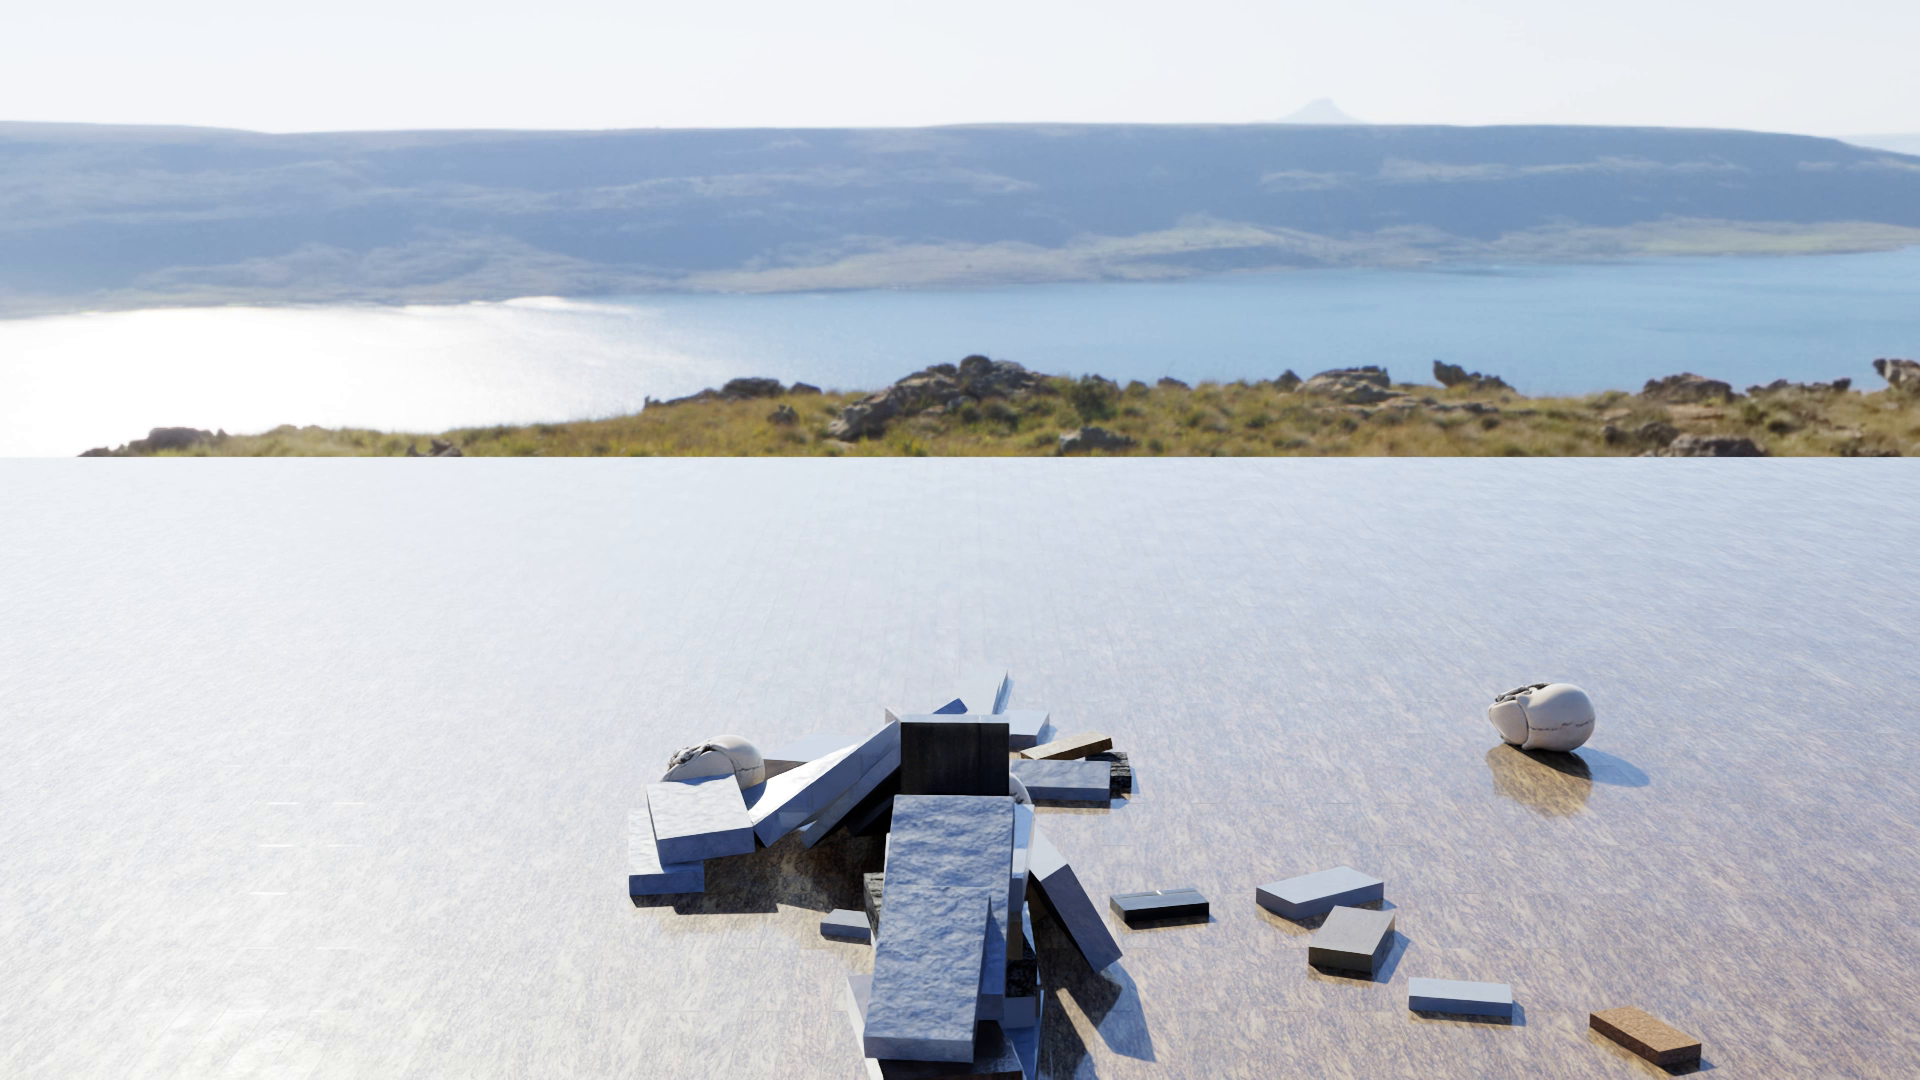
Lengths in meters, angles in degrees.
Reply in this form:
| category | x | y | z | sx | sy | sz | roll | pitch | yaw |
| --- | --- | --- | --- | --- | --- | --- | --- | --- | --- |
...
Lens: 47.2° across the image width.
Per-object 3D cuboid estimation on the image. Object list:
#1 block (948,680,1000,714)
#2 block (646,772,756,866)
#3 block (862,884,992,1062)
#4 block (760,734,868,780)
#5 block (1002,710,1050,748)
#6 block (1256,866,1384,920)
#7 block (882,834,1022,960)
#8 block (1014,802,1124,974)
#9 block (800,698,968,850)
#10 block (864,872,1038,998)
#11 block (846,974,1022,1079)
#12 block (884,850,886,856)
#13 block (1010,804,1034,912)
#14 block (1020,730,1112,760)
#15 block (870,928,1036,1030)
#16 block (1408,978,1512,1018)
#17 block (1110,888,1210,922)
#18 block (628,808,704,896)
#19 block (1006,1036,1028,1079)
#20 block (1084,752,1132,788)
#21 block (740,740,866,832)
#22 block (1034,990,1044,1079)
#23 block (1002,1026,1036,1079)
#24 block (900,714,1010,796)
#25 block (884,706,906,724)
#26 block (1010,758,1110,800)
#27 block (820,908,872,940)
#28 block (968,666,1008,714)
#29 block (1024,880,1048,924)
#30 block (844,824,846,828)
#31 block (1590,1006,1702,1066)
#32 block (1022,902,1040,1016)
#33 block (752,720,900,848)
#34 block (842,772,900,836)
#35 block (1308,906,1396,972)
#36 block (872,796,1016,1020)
| category | x | y | z | sx | sy | sz | roll | pitch | yaw |
| --- | --- | --- | --- | --- | --- | --- | --- | --- | --- |
| block | 0.024 | 0.363 | 4.689 | 0.096 | 0.027 | 0.415 | 1 | 11 | 4 |
| block | -0.460 | 0.487 | 3.867 | 0.162 | 0.046 | 0.323 | -7 | 12 | -10 |
| block | -0.035 | 0.502 | 2.563 | 0.123 | 0.035 | 0.246 | 1 | 34 | 6 |
| block | -0.167 | 0.429 | 4.239 | 0.430 | 0.046 | 0.162 | -1 | 13 | 36 |
| block | 0.128 | 0.397 | 4.636 | 0.096 | 0.027 | 0.193 | 2 | 11 | 10 |
| block | 0.595 | 0.582 | 3.635 | 0.193 | 0.027 | 0.097 | -7 | 12 | -32 |
| block | -0.012 | 0.469 | 2.923 | 0.177 | 0.050 | 0.355 | 0 | 11 | -1 |
| block | 0.133 | 0.529 | 3.507 | 0.050 | 0.177 | 0.439 | -32 | 16 | -6 |
| block | -0.135 | 0.409 | 3.826 | 0.397 | 0.027 | 0.097 | -45 | -11 | 34 |
| block | -0.019 | 0.520 | 2.922 | 0.177 | 0.050 | 0.355 | -2 | 11 | -9 |
| block | -0.035 | 0.586 | 2.586 | 0.155 | 0.044 | 0.310 | -2 | 11 | -10 |
| block | -0.043 | 0.527 | 3.656 | 0.115 | 0.033 | 0.230 | 2 | -15 | 12 |
| block | 0.015 | 0.419 | 2.935 | 0.155 | 0.044 | 0.310 | 1 | 11 | 5 |
| block | 0.214 | 0.422 | 4.418 | 0.167 | 0.024 | 0.083 | -14 | 11 | -19 |
| block | -0.014 | 0.568 | 2.923 | 0.155 | 0.044 | 0.328 | -2 | 11 | -12 |
| block | 0.728 | 0.666 | 3.205 | 0.146 | 0.021 | 0.073 | 2 | 11 | 11 |
| block | 0.325 | 0.595 | 3.585 | 0.146 | 0.021 | 0.073 | -3 | 11 | -15 |
| block | -0.516 | 0.539 | 3.845 | 0.125 | 0.035 | 0.368 | -2 | 11 | -8 |
| block | 0.005 | 0.649 | 2.489 | 0.155 | 0.044 | 0.311 | -2 | 11 | -8 |
| block | 0.292 | 0.453 | 4.342 | 0.083 | 0.024 | 0.166 | 0 | 11 | 1 |
| block | -0.251 | 0.453 | 4.038 | 0.323 | 0.046 | 0.162 | -21 | 17 | -18 |
| block | 0.023 | 0.668 | 2.875 | 0.160 | 0.045 | 0.319 | 1 | 11 | 4 |
| block | 0.014 | 0.644 | 2.758 | 0.160 | 0.045 | 0.320 | 0 | 11 | 2 |
| block | -0.006 | 0.400 | 3.116 | 0.152 | 0.304 | 0.043 | 0 | 11 | 2 |
| block | -0.110 | 0.404 | 4.402 | 0.028 | 0.097 | 0.194 | -3 | 11 | -18 |
| block | 0.192 | 0.460 | 4.224 | 0.193 | 0.027 | 0.096 | 1 | 26 | 6 |
| block | -0.150 | 0.613 | 3.497 | 0.130 | 0.018 | 0.065 | 3 | 11 | 17 |
| block | 0.040 | 0.363 | 4.827 | 0.083 | 0.024 | 0.608 | 1 | 11 | 6 |
| block | 0.073 | 0.539 | 3.622 | 0.033 | 0.115 | 0.230 | -31 | 16 | -7 |
| block | -0.165 | 0.508 | 4.059 | 0.127 | 0.018 | 0.063 | -9 | 14 | -41 |
| block | 0.956 | 0.691 | 3.070 | 0.073 | 0.021 | 0.146 | -4 | 11 | -22 |
| block | 0.023 | 0.584 | 3.080 | 0.160 | 0.045 | 0.320 | 0 | 11 | -1 |
| block | -0.232 | 0.429 | 3.861 | 0.310 | 0.044 | 0.155 | -36 | -1 | -12 |
| block | -0.081 | 0.434 | 3.896 | 0.250 | 0.035 | 0.125 | -42 | -19 | 16 |
| block | 0.612 | 0.620 | 3.430 | 0.097 | 0.027 | 0.194 | 4 | 11 | 21 |
| block | -0.016 | 0.447 | 2.712 | 0.155 | 0.044 | 0.342 | 0 | 35 | 4 |
